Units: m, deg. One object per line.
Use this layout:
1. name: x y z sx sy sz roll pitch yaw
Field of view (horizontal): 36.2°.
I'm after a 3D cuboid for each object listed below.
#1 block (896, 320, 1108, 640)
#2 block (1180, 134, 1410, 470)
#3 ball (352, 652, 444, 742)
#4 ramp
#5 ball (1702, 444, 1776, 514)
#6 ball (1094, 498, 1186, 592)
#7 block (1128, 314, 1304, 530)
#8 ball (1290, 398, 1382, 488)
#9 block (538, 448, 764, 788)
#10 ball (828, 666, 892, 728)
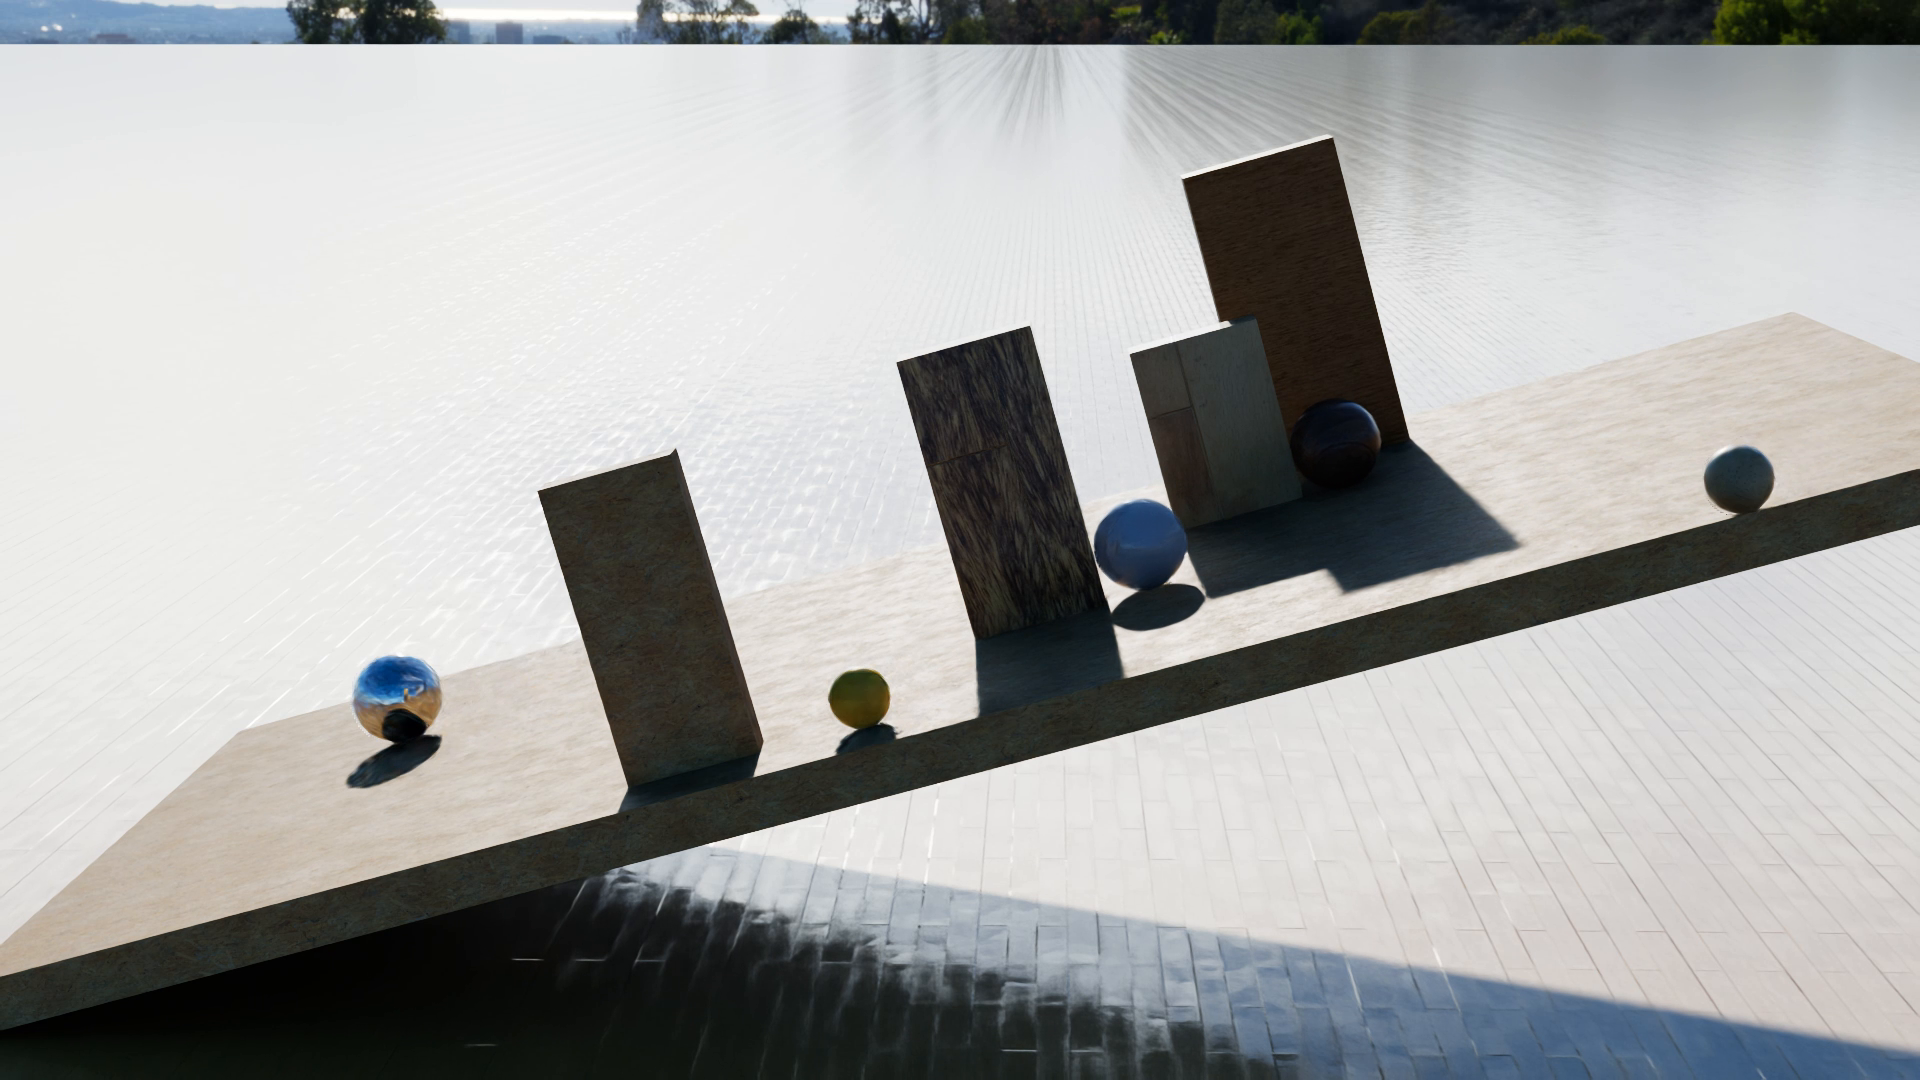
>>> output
1. block: 0.087 -0.122 6.009 0.280 0.594 0.111 -15 9 4
2. block: 0.786 -0.546 6.903 0.357 0.730 0.142 -15 9 4
3. ball: -1.274 0.356 6.667 0.204 0.204 0.204 0 10 0
4. ramp: 0.084 0.190 6.326 4.000 0.100 2.000 -15 9 4
5. ball: 1.385 -0.109 5.231 0.124 0.124 0.124 0 10 0
6. ball: 0.368 0.009 6.017 0.190 0.190 0.190 0 10 0
7. block: 0.571 -0.263 6.584 0.290 0.413 0.113 -15 9 4
8. ball: 0.834 -0.216 6.527 0.200 0.200 0.200 0 10 0
9. block: -0.582 0.147 5.556 0.260 0.590 0.089 -15 9 4
10. ball: -0.187 0.294 5.498 0.117 0.117 0.117 0 10 0
